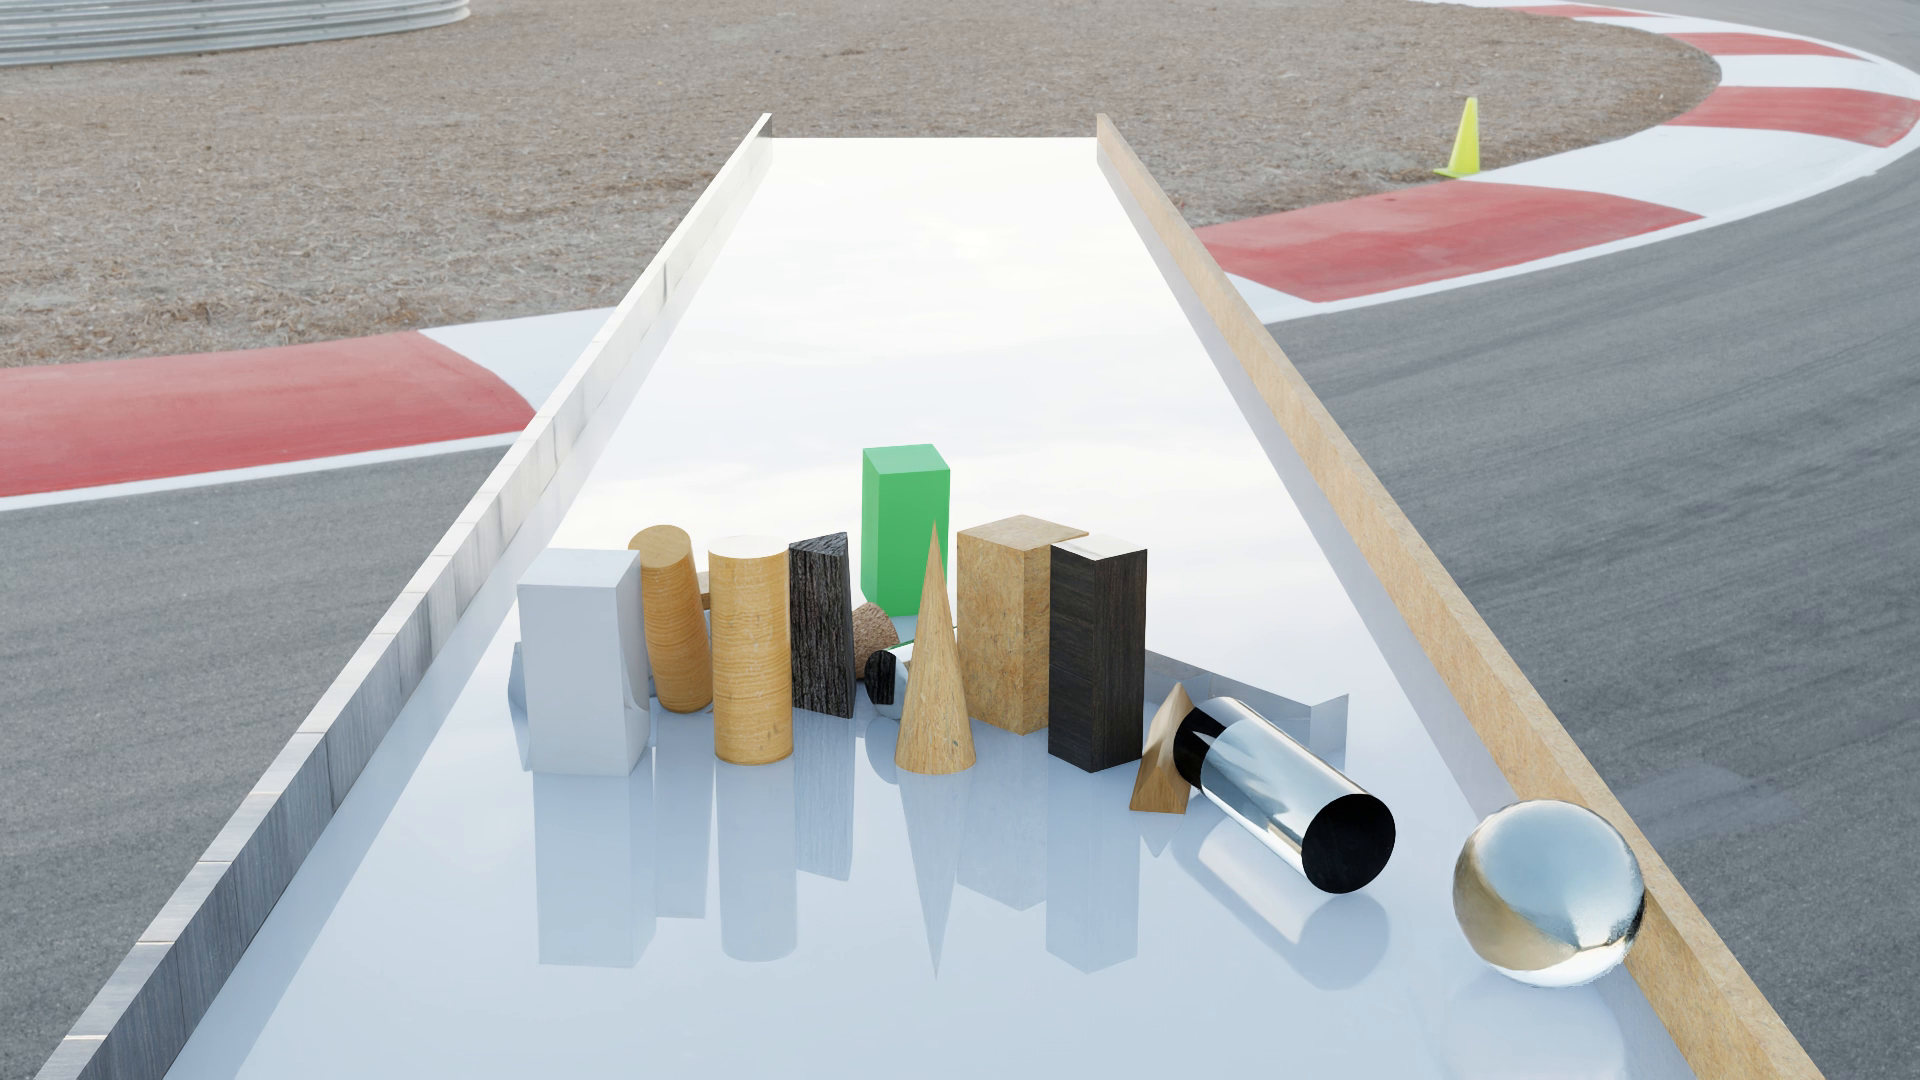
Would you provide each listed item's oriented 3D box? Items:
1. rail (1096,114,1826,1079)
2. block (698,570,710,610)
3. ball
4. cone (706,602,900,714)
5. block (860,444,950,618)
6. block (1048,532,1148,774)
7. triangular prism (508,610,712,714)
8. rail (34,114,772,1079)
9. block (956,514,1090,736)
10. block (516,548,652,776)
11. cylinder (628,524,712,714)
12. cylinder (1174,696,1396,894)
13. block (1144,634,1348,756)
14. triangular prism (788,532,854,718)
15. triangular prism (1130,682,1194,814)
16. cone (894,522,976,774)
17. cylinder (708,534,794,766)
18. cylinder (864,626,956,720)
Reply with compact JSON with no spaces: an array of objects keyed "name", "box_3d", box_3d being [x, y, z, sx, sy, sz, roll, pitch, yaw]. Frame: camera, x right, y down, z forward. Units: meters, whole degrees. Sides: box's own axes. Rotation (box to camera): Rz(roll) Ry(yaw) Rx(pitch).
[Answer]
[{"name":"rail","box_3d":[0.932,-0.844,7.801,0.050,0.150,12.000,0,17,-1]},{"name":"block","box_3d":[-0.493,0.147,4.494,0.435,0.137,0.137,-9,19,-27]},{"name":"ball","box_3d":[0.827,0.496,3.096,0.264,0.264,0.264,0,17,0]},{"name":"cone","box_3d":[-0.319,0.258,4.233,0.405,0.145,0.145,-23,26,-31]},{"name":"block","box_3d":[-0.119,-0.020,4.689,0.153,0.329,0.153,-5,24,-15]},{"name":"block","box_3d":[0.242,0.198,3.875,0.120,0.391,0.120,-12,20,-35]},{"name":"triangular prism","box_3d":[-0.633,0.221,4.248,0.457,0.127,0.147,-9,18,-28]},{"name":"rail","box_3d":[-1.118,-0.838,7.780,0.050,0.150,12.000,0,17,-1]},{"name":"block","box_3d":[0.116,0.154,4.088,0.173,0.353,0.173,-16,23,-42]},{"name":"block","box_3d":[-0.656,0.213,3.861,0.172,0.358,0.172,2,21,6]},{"name":"cylinder","box_3d":[-0.526,0.149,4.042,0.114,0.377,0.114,-2,43,2]},{"name":"cylinder","box_3d":[0.518,0.407,3.568,0.166,0.166,0.443,-6,18,-20]},{"name":"block","box_3d":[0.517,0.287,4.079,0.103,0.103,0.429,-14,22,-39]},{"name":"triangular prism","box_3d":[-0.238,0.154,4.127,0.133,0.324,0.116,10,23,29]},{"name":"triangular prism","box_3d":[0.367,0.358,3.871,0.094,0.081,0.411,3,17,10]},{"name":"cone","box_3d":[-0.044,0.176,3.853,0.147,0.445,0.147,0,17,0]},{"name":"cylinder","box_3d":[-0.370,0.195,3.898,0.141,0.384,0.141,0,17,0]},{"name":"cylinder","box_3d":[-0.012,0.235,4.206,0.343,0.133,0.133,-16,23,-42]}]
